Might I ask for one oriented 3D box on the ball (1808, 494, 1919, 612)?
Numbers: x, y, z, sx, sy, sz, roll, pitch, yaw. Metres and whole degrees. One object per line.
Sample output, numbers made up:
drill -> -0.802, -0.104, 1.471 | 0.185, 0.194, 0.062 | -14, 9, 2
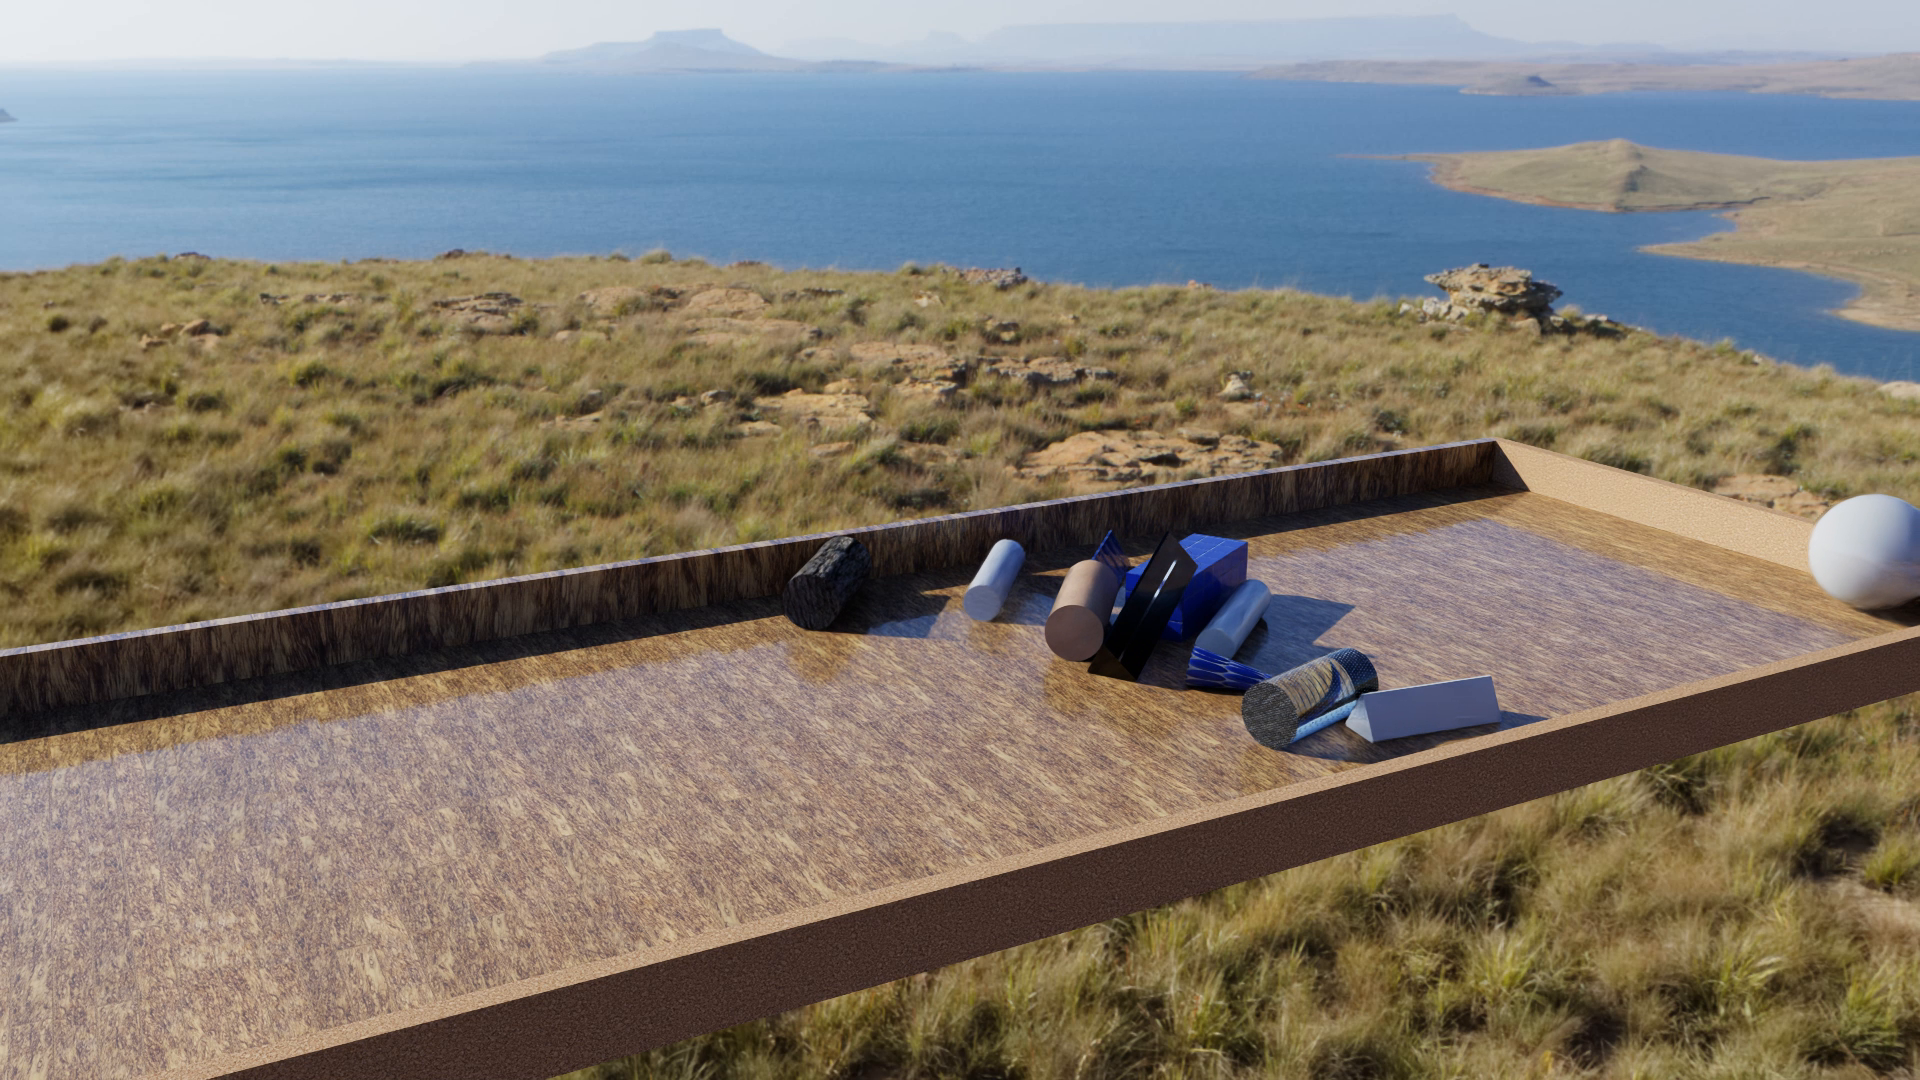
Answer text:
ball -> 2.576, 0.036, 4.649 | 0.329, 0.329, 0.329 | 0, 16, 0

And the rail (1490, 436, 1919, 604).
rail -> 2.466, -0.048, 5.253 | 0.050, 0.150, 2.100 | -9, 18, -27

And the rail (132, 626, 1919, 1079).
rail -> -2.336, 1.006, 1.665 | 12.000, 0.150, 0.050 | -9, 18, -27

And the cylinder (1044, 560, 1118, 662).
cylinder -> 0.332, 0.185, 4.451 | 0.154, 0.154, 0.399 | 3, 17, 10

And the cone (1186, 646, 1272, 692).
cone -> 0.744, 0.352, 4.065 | 0.359, 0.103, 0.103 | 13, 19, 15

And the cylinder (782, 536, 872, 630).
cylinder -> -0.373, 0.118, 4.666 | 0.161, 0.161, 0.373 | 3, 17, 10

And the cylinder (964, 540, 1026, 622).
cylinder -> 0.103, 0.112, 4.785 | 0.106, 0.106, 0.459 | 3, 17, 10

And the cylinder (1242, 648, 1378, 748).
cylinder -> 0.817, 0.365, 3.837 | 0.327, 0.156, 0.156 | -15, 22, -42

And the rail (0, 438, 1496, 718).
rail -> -3.305, 0.497, 3.399 | 12.000, 0.150, 0.050 | -9, 18, -27

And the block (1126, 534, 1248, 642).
block -> 0.638, 0.128, 4.619 | 0.169, 0.169, 0.450 | 10, 19, 30

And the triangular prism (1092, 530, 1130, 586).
triangular prism -> 0.413, 0.076, 4.894 | 0.125, 0.108, 0.401 | 4, 17, 14

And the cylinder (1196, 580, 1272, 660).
cylinder -> 0.738, 0.218, 4.431 | 0.103, 0.103, 0.449 | 7, 18, 21

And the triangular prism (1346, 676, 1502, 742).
triangular prism -> 1.091, 0.384, 3.865 | 0.353, 0.098, 0.113 | -6, 18, -19

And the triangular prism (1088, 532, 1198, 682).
triangular prism -> 0.466, 0.161, 4.261 | 0.135, 0.117, 0.431 | 9, 46, 29
